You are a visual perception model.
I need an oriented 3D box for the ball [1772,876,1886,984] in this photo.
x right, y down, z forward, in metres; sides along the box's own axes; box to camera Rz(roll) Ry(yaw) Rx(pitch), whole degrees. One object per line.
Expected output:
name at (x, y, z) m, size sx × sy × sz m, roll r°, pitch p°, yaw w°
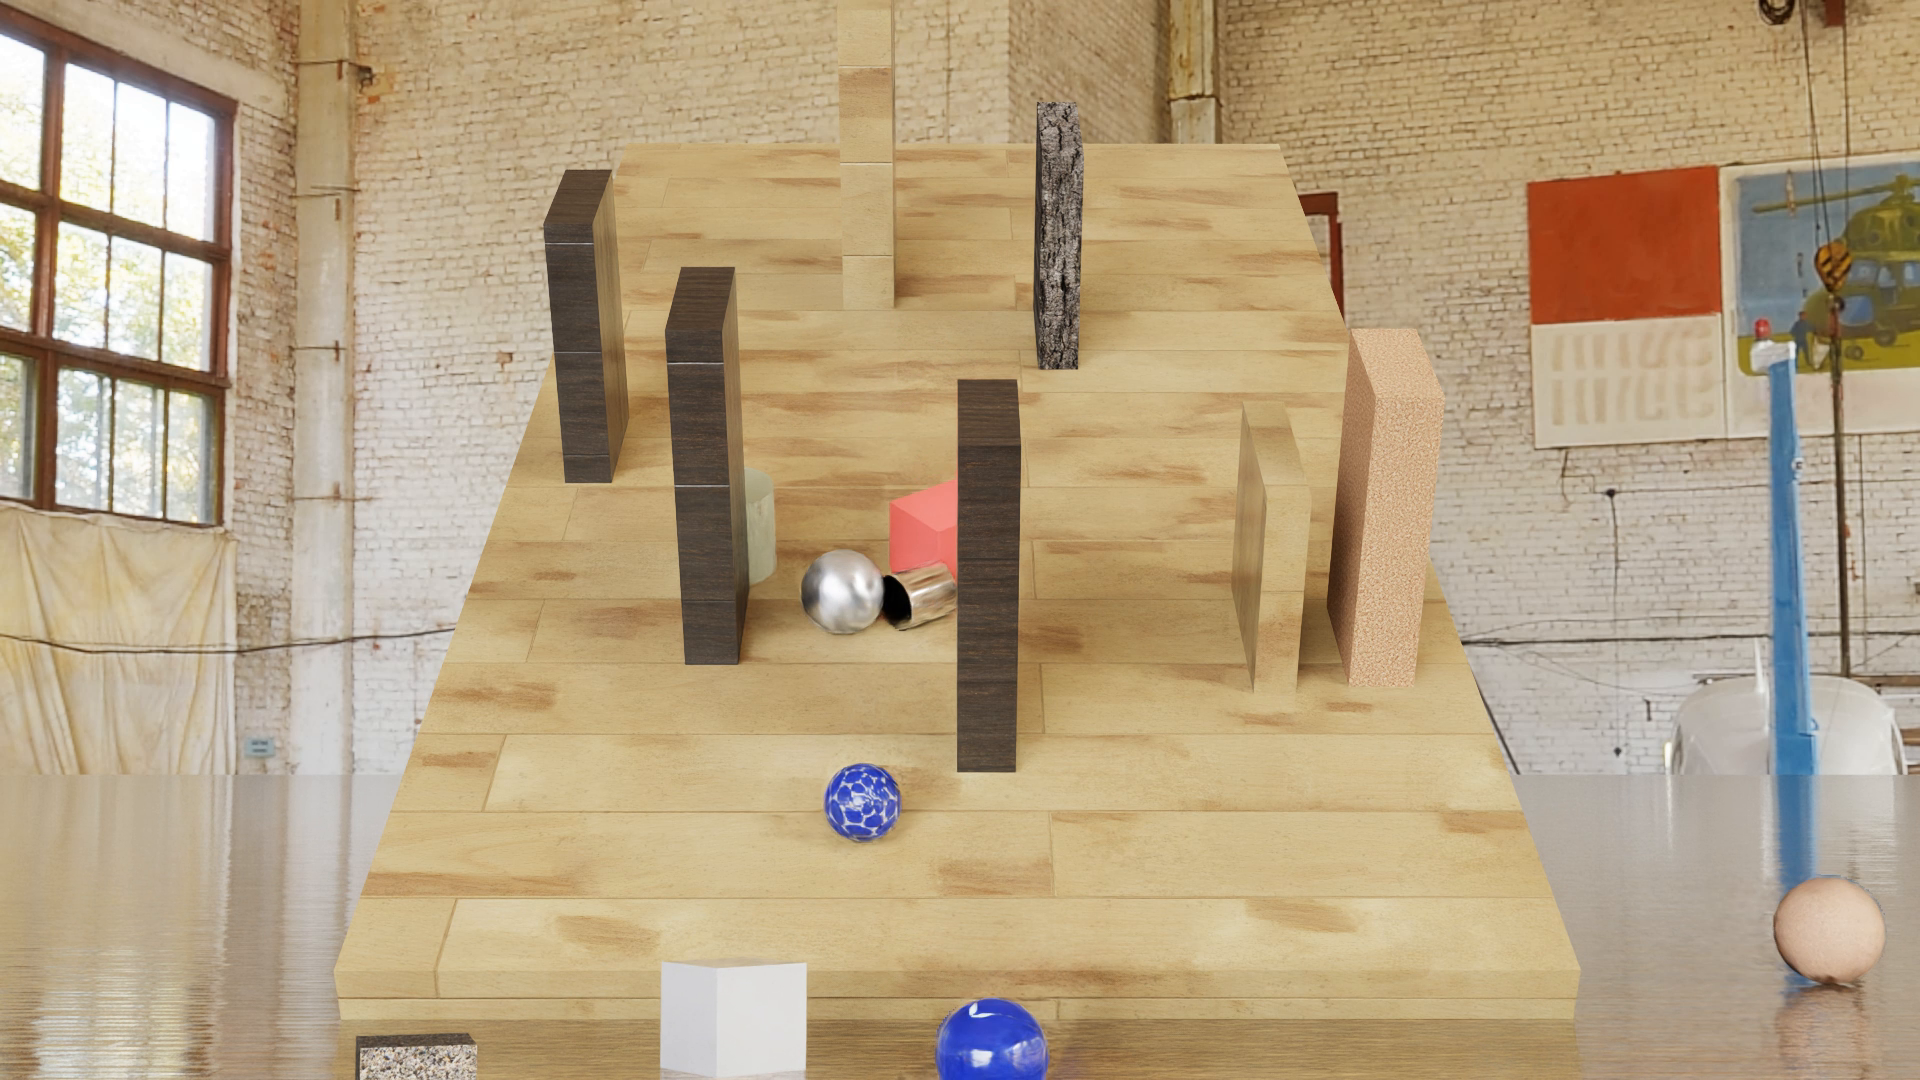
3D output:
ball at (1.647, 0.740, 4.536) m, size 0.201 × 0.201 × 0.201 m, roll 0°, pitch -5°, yaw 0°

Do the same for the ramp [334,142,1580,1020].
ramp at (-0.012, -0.220, 5.619) m, size 2.000 × 0.100 × 4.000 m, roll 0°, pitch 29°, yaw 0°

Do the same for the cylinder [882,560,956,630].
cylinder at (-0.083, 0.109, 4.788) m, size 0.114 × 0.114 × 0.114 m, roll -19°, pitch 6°, yaw -32°

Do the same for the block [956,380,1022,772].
block at (0.048, 0.068, 4.295) m, size 0.106 × 0.659 × 0.269 m, roll 0°, pitch 29°, yaw 0°

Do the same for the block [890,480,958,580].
block at (-0.029, 0.001, 4.934) m, size 0.165 × 0.165 × 0.165 m, roll -20°, pitch 34°, yaw -32°

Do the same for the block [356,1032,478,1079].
block at (-0.578, 0.591, 2.538) m, size 0.118 × 0.118 × 0.118 m, roll 2°, pitch -6°, yaw -16°

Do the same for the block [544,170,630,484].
block at (-0.828, -0.477, 5.339) m, size 0.104 × 0.613 × 0.339 m, roll 0°, pitch 29°, yaw 0°

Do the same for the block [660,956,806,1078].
block at (-0.309, 0.647, 3.259) m, size 0.143 × 0.143 × 0.143 m, roll 4°, pitch -7°, yaw -38°

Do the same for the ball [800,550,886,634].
ball at (-0.231, 0.103, 4.742) m, size 0.168 × 0.168 × 0.168 m, roll 0°, pitch -5°, yaw 0°

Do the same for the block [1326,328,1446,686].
block at (0.809, -0.061, 4.585) m, size 0.125 × 0.612 × 0.309 m, roll 0°, pitch 29°, yaw 0°

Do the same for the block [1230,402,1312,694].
block at (0.601, 0.009, 4.655) m, size 0.081 × 0.420 × 0.416 m, roll 0°, pitch 29°, yaw 0°

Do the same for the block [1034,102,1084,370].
block at (0.241, -0.755, 5.925) m, size 0.098 × 0.550 × 0.399 m, roll 0°, pitch 29°, yaw 0°

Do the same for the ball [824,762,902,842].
ball at (-0.168, 0.453, 4.133) m, size 0.135 × 0.135 × 0.135 m, roll 0°, pitch -5°, yaw 0°

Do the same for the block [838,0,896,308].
block at (-0.236, -1.040, 6.198) m, size 0.131 × 0.787 × 0.394 m, roll 0°, pitch 29°, yaw 0°

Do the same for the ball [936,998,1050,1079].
ball at (0.038, 0.610, 2.835) m, size 0.135 × 0.135 × 0.135 m, roll 0°, pitch -5°, yaw 0°

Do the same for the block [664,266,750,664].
block at (-0.483, -0.140, 4.624) m, size 0.103 × 0.707 × 0.305 m, roll 0°, pitch 29°, yaw 0°

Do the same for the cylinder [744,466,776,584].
cylinder at (-0.477, -0.029, 4.964) m, size 0.187 × 0.187 × 0.187 m, roll 0°, pitch 29°, yaw 0°
